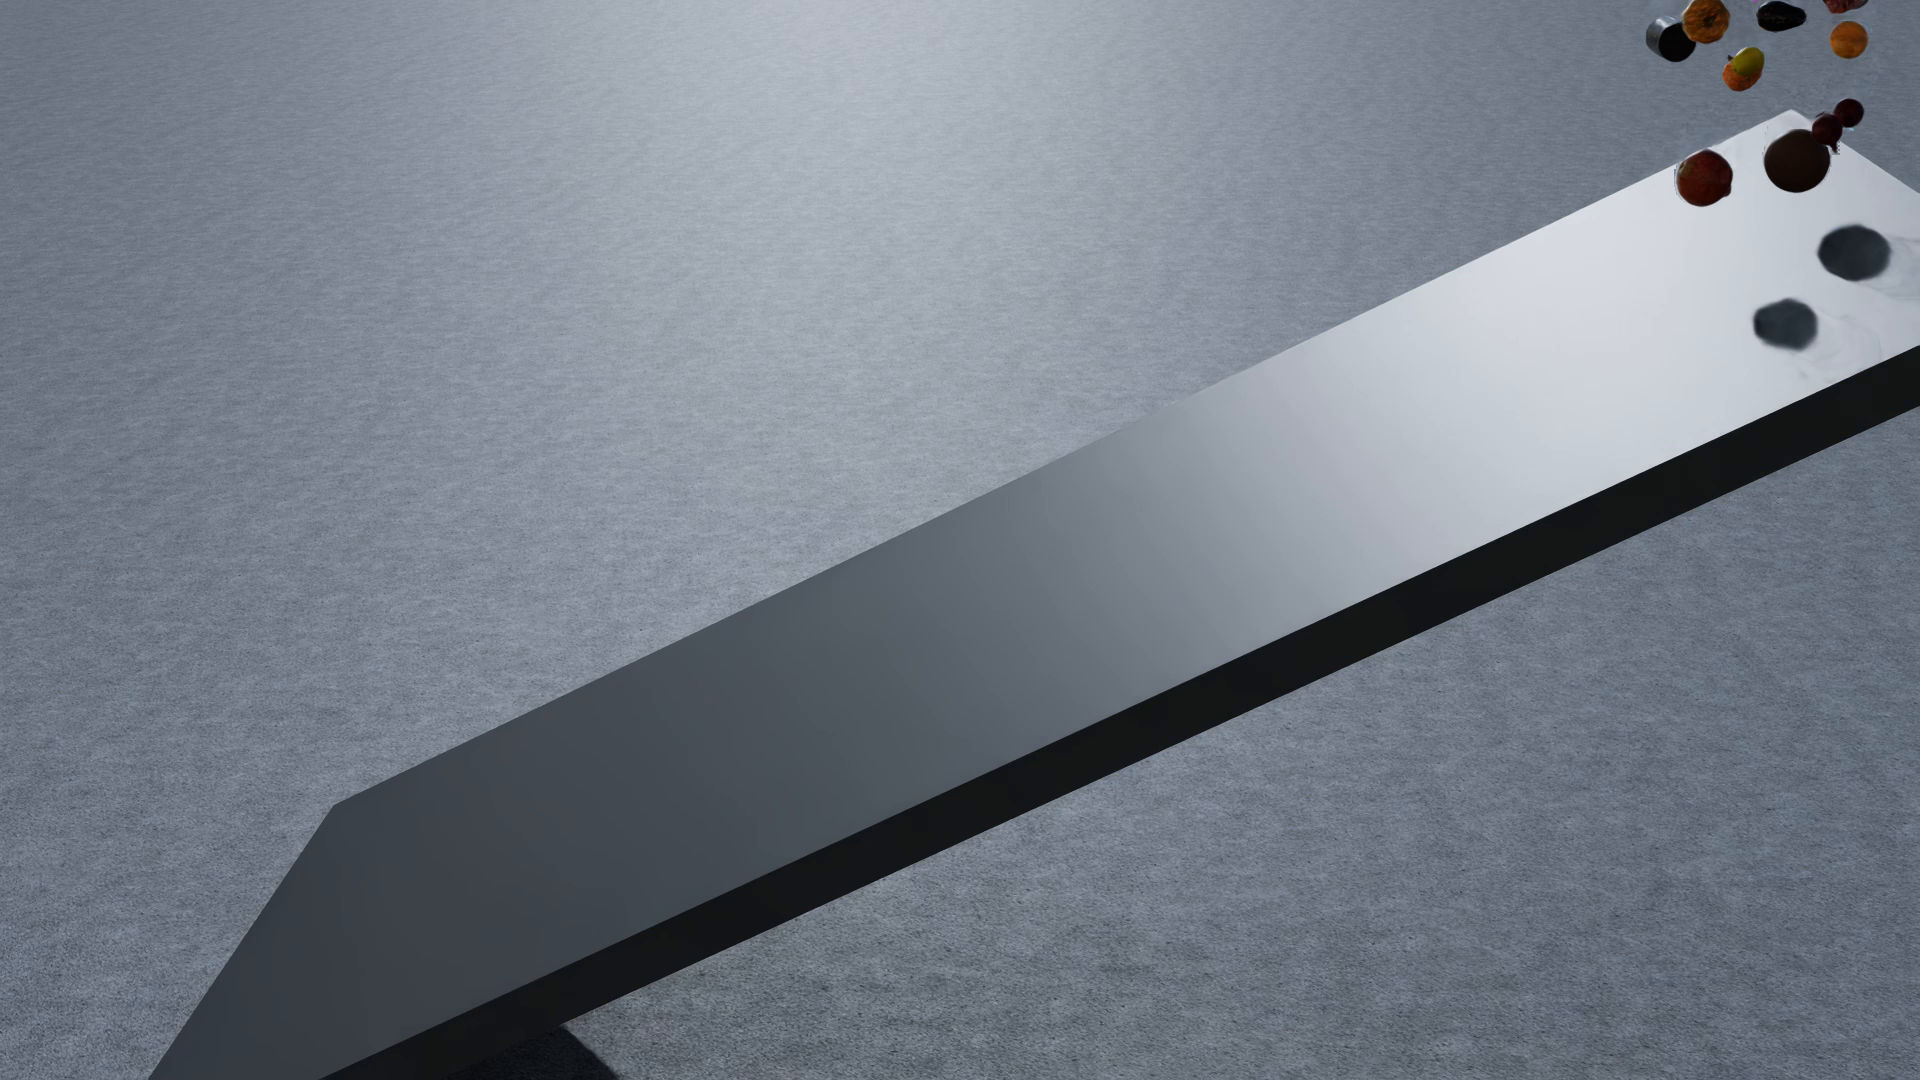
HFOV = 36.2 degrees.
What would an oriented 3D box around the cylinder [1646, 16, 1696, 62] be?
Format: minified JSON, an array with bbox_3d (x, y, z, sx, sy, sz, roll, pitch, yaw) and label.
[{"bbox_3d":[1.414,-0.997,5.852,0.077,0.077,0.077,-2,21,-7],"label":"cylinder"}]

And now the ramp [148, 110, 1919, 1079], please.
[{"bbox_3d":[0.139,0.168,6.281,4.000,0.100,2.000,-25,14,10],"label":"ramp"}]
